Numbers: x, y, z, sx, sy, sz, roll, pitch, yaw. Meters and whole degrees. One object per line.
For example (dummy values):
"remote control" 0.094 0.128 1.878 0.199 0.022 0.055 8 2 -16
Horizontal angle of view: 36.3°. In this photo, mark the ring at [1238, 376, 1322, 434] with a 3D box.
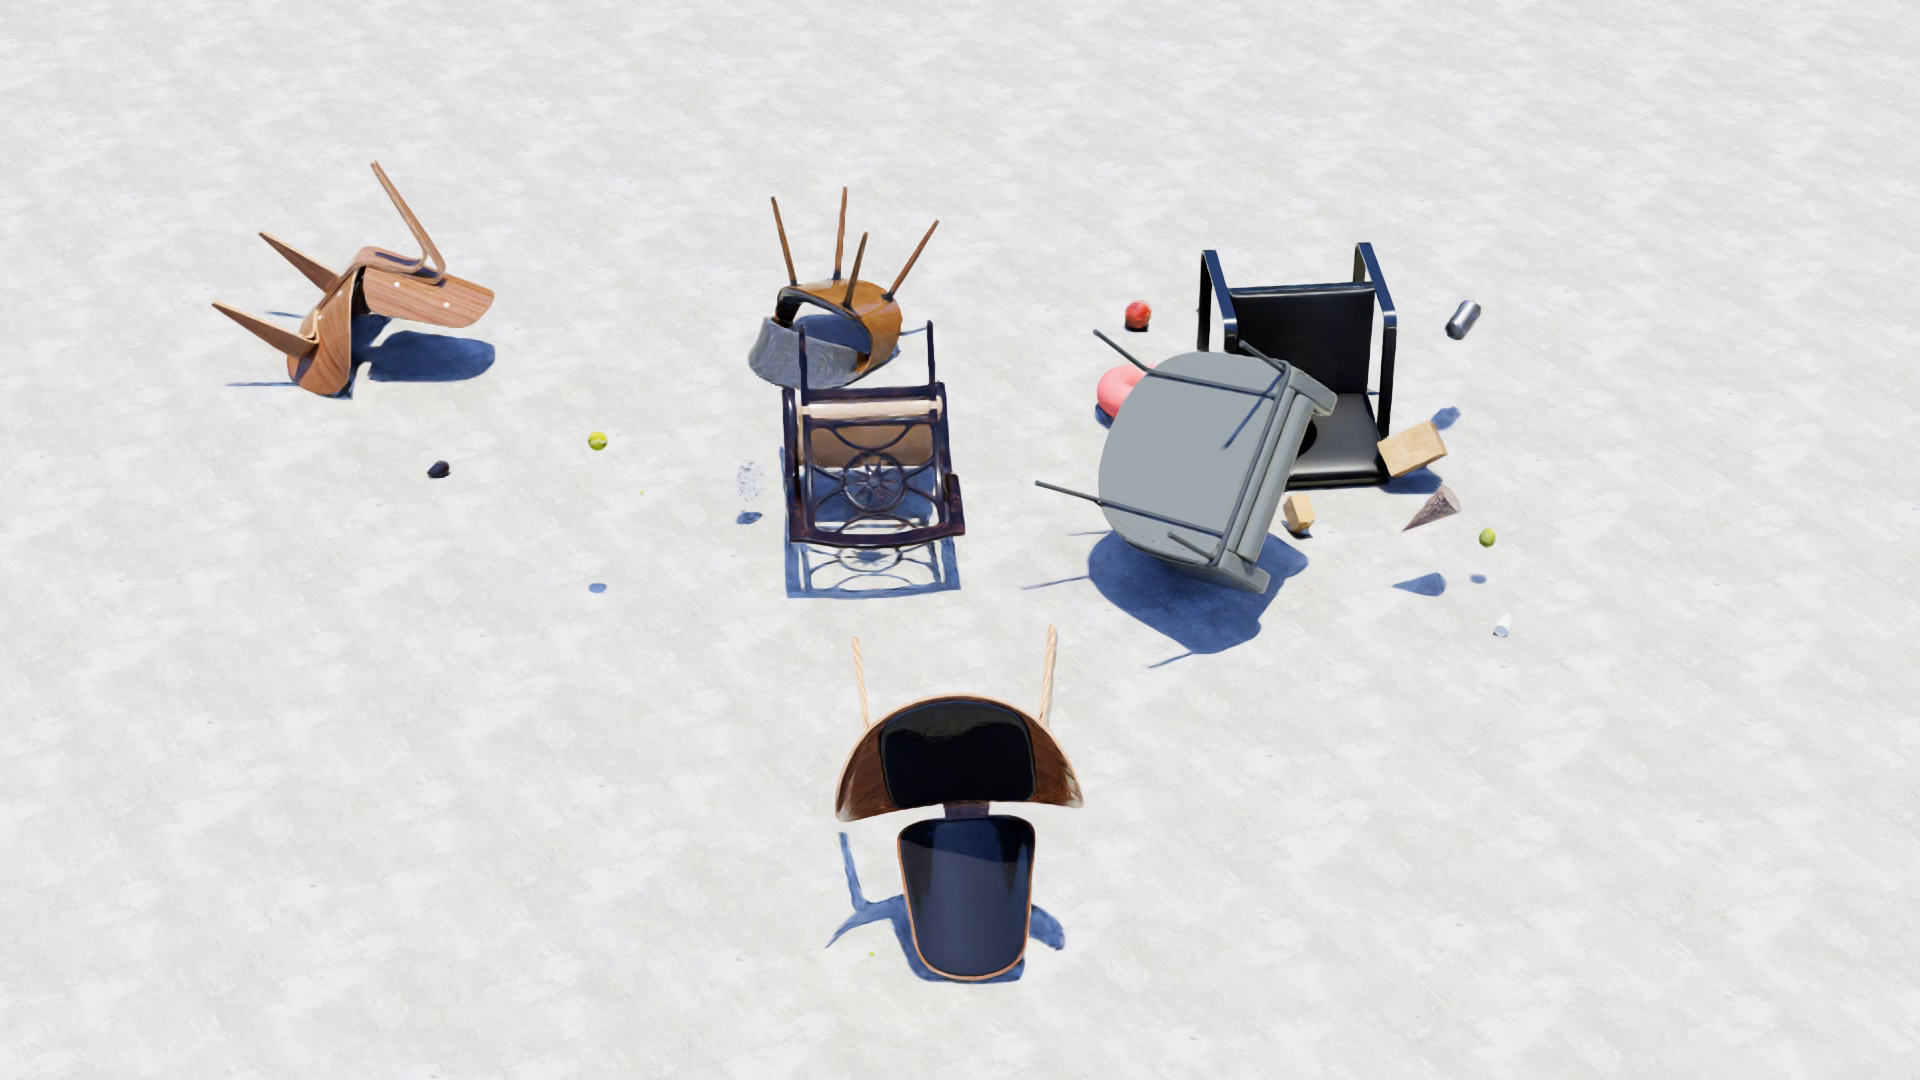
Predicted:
"ring" 1.223 -0.516 11.188 0.419 0.314 0.122 4 57 -54

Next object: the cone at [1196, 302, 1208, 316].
"cone" 1.034 -0.965 12.385 0.047 0.068 0.050 56 14 13

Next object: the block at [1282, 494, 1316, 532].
"block" 1.268 -0.101 10.962 0.069 0.094 0.111 -10 70 -20

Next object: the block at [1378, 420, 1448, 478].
"block" 1.731 -0.347 11.211 0.216 0.138 0.141 -25 -9 15

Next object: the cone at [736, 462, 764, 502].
"cone" -0.800 -0.218 11.003 0.108 0.149 0.070 5 0 -26

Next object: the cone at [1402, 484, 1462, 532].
"cone" 1.671 -0.088 10.514 0.224 0.119 0.176 -36 -5 20

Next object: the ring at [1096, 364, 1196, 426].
"ring" 0.742 -0.579 11.669 0.399 0.142 0.413 13 28 16
